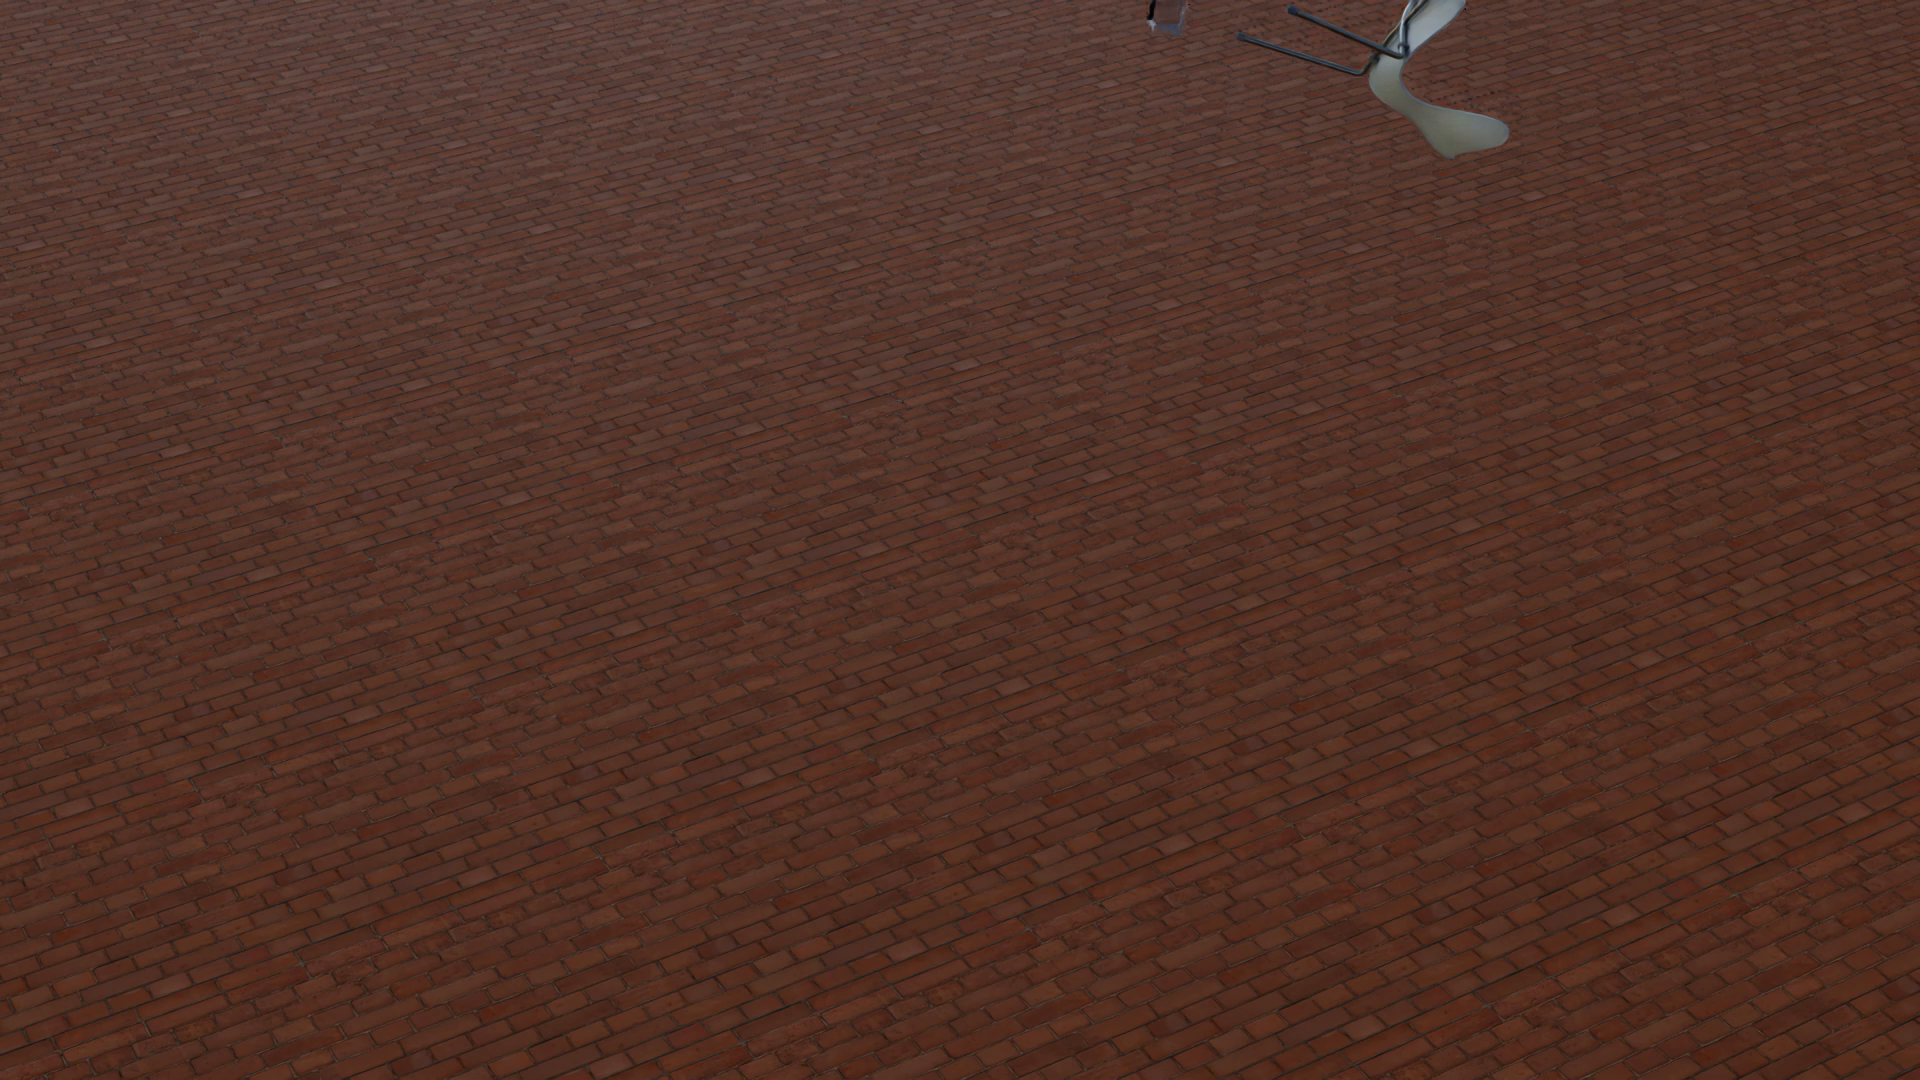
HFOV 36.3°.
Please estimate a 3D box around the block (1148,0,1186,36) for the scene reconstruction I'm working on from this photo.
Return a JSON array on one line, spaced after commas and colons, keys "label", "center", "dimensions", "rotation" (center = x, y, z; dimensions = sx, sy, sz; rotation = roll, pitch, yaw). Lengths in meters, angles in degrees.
[{"label": "block", "center": [0.694, -1.762, 9.800], "dimensions": [0.097, 0.101, 0.110], "rotation": [6, 72, 17]}]
